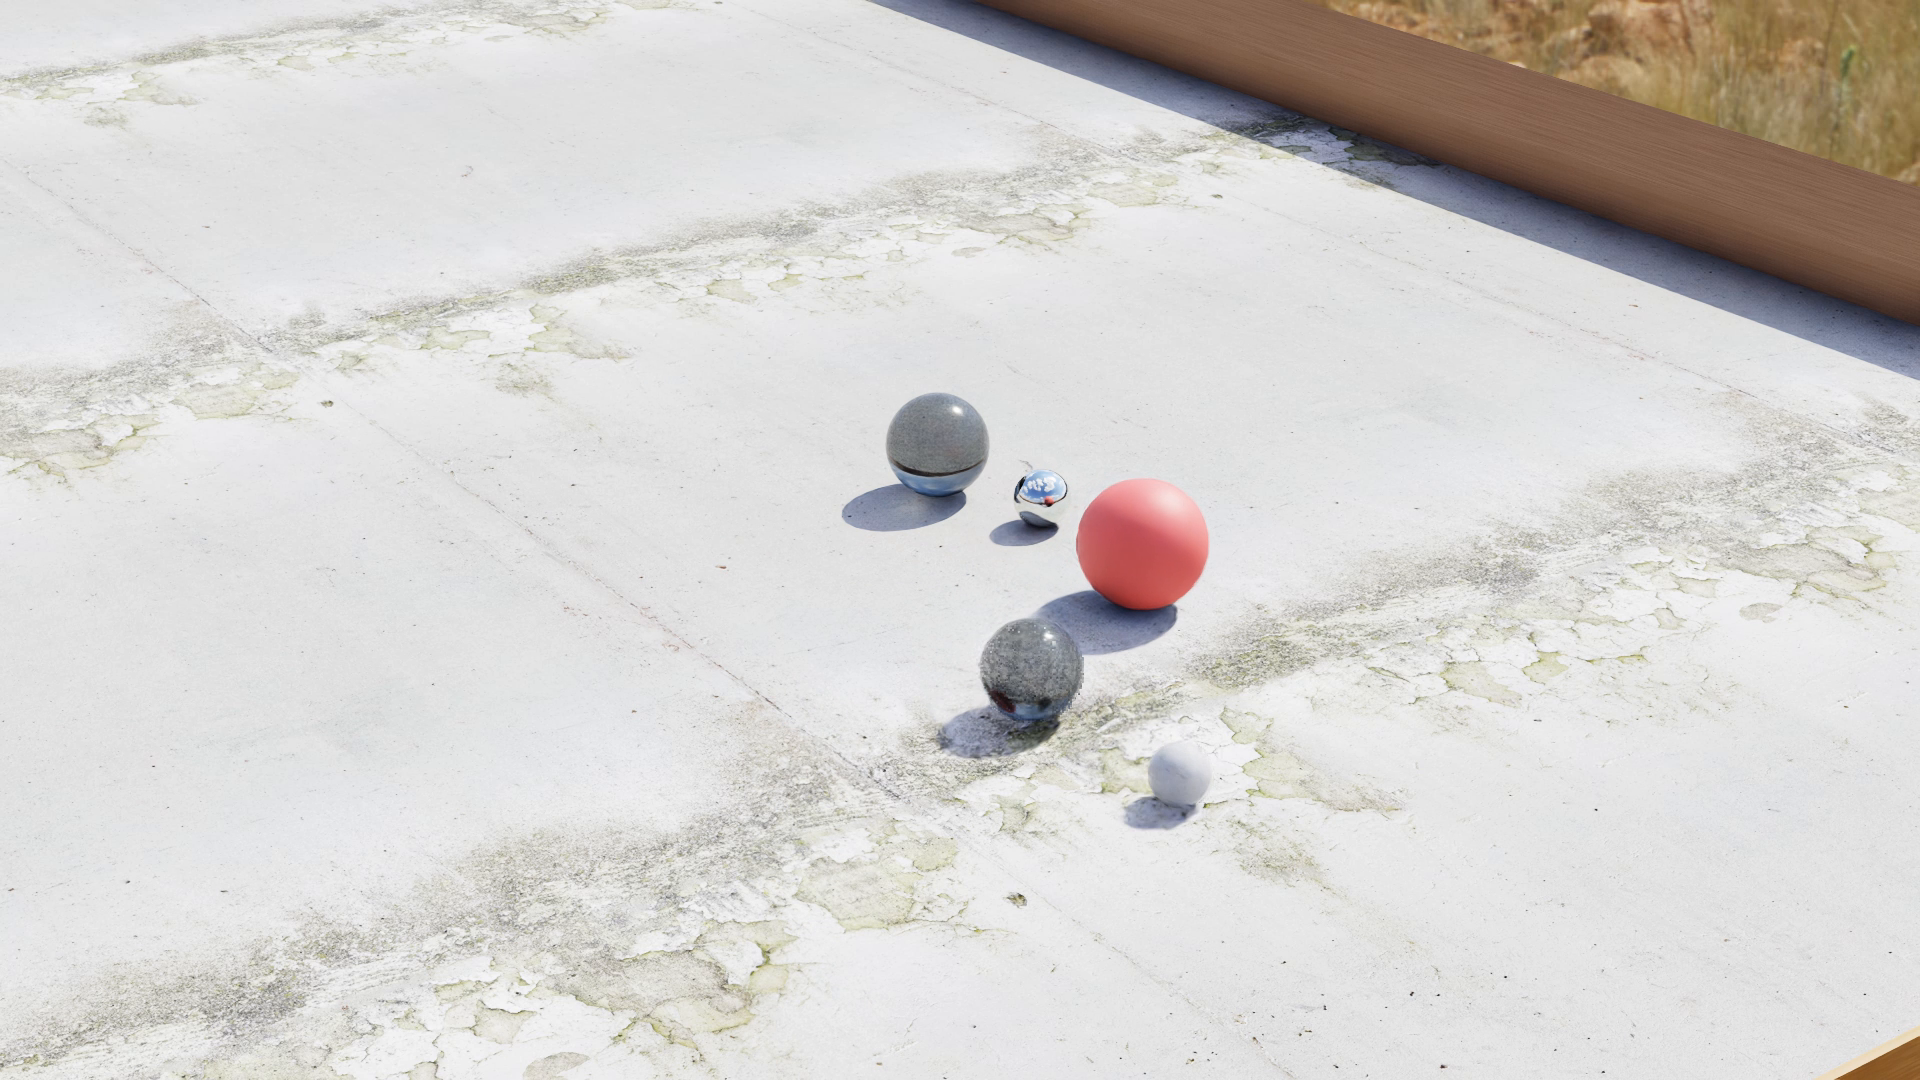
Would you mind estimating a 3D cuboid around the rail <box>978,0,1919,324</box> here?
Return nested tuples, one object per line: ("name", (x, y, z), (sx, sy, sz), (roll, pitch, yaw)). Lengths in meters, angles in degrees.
("rail", (0.298, -0.581, 3.399), (0.045, 0.126, 3.655), (-16, 29, -32))

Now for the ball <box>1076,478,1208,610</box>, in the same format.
("ball", (0.134, 0.003, 2.155), (0.097, 0.097, 0.097), (0, 24, 0))

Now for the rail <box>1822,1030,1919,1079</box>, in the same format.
("rail", (0.517, 0.273, 1.525), (2.084, 0.126, 0.045), (-16, 29, -32))

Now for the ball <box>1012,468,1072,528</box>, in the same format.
("ball", (0.064, -0.033, 2.295), (0.046, 0.046, 0.046), (0, 24, 0))

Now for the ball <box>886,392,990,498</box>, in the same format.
("ball", (-0.018, -0.076, 2.344), (0.084, 0.084, 0.084), (0, 24, 0))

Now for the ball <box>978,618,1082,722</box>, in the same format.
("ball", (0.048, 0.088, 2.000), (0.070, 0.070, 0.070), (0, 24, 0))

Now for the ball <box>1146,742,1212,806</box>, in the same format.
("ball", (0.142, 0.151, 1.897), (0.042, 0.042, 0.042), (0, 24, 0))
